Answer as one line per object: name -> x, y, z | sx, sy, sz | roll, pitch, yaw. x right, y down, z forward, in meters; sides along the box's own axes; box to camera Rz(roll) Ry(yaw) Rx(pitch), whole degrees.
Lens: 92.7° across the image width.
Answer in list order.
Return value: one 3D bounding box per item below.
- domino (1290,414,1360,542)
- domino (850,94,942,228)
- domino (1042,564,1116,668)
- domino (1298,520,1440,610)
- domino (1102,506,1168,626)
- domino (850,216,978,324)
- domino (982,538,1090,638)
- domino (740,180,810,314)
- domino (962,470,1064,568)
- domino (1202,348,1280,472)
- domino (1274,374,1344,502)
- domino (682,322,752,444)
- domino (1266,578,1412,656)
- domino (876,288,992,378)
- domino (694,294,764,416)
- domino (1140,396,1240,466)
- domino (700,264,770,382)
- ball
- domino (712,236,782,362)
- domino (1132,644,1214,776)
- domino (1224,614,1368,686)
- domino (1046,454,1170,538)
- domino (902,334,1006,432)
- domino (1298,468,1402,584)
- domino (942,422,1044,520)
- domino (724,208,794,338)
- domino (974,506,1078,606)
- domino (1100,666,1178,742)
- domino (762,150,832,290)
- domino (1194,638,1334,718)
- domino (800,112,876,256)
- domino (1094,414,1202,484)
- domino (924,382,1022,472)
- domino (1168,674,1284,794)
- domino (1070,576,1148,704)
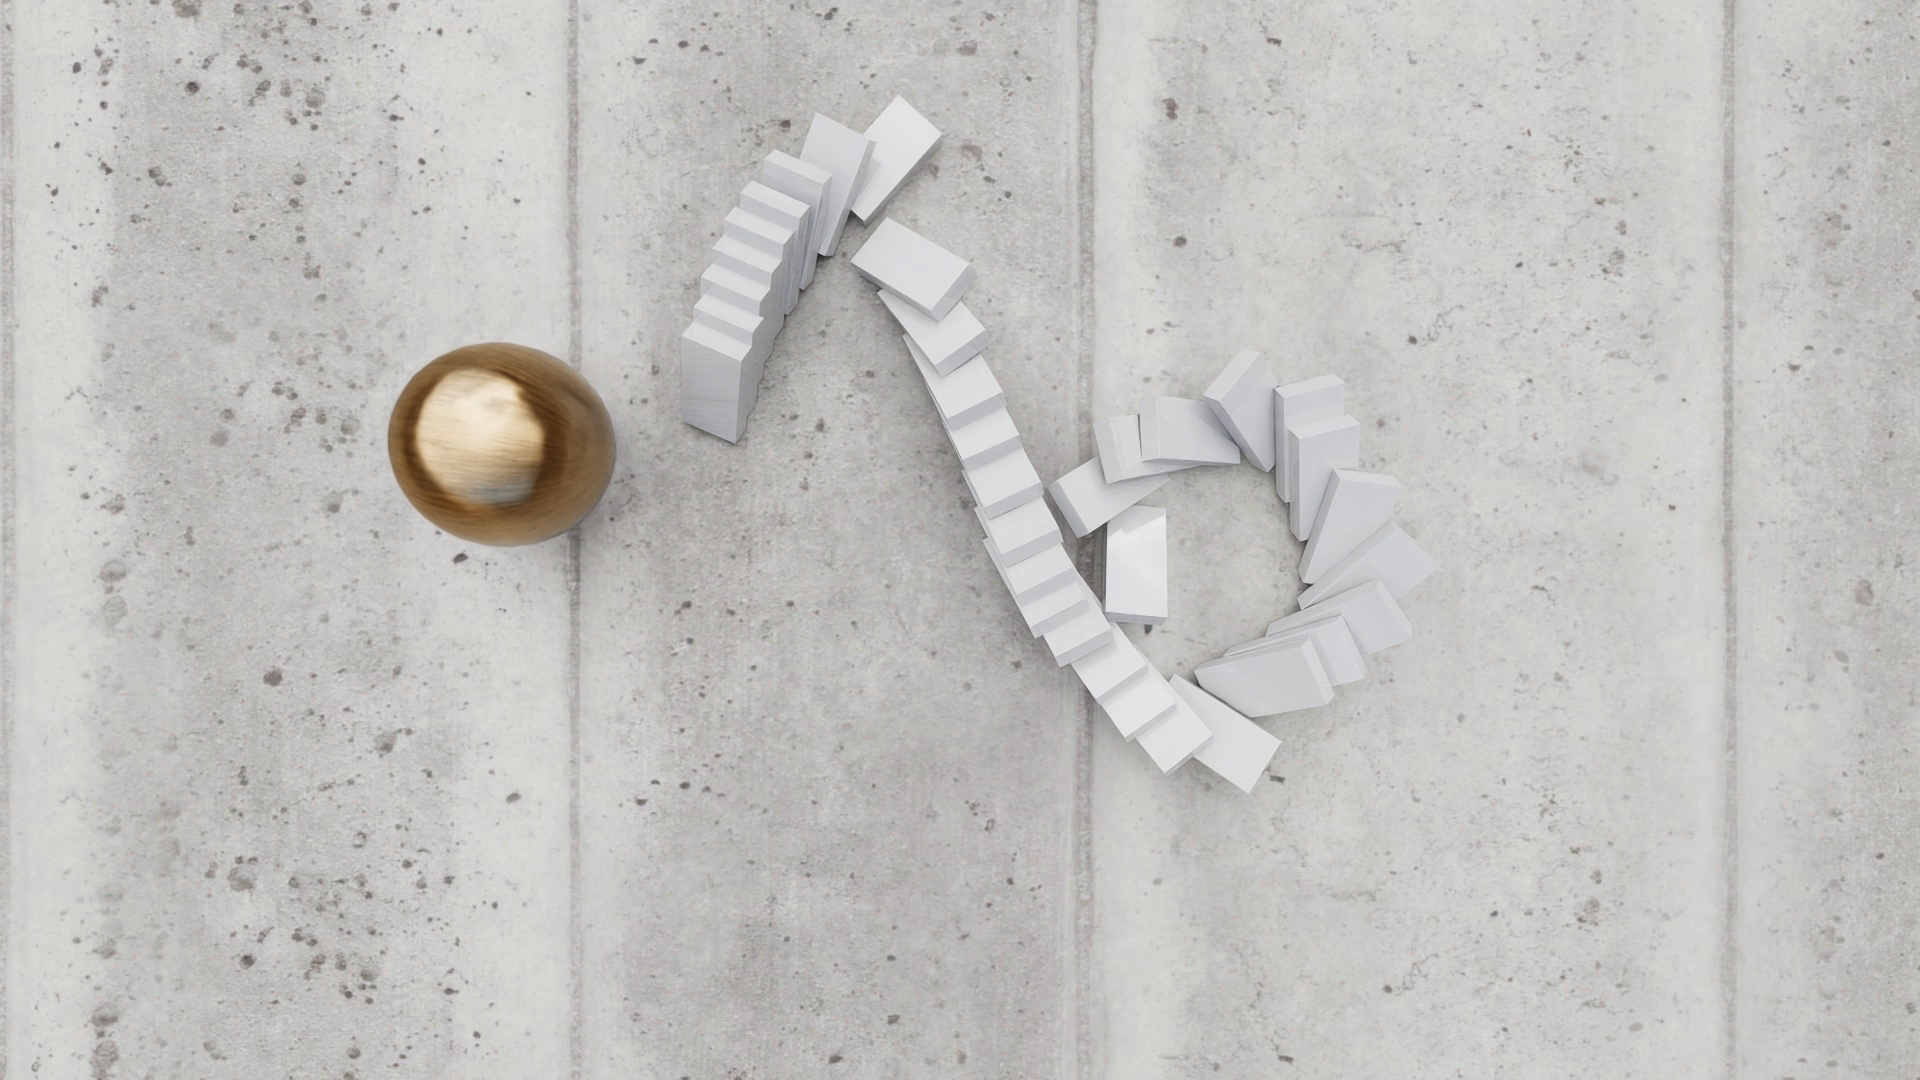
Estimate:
domino -> 0.152, -0.025, 0.382 | 0.025, 0.010, 0.050 | -14, 122, 0
domino -> -0.033, -0.163, 0.395 | 0.025, 0.009, 0.050 | 42, 90, 0
domino -> 0.041, 0.026, 0.380 | 0.025, 0.010, 0.050 | -27, 51, 0
domino -> 0.170, 0.018, 0.383 | 0.025, 0.009, 0.050 | 37, 116, -9
domino -> 0.073, 0.010, 0.385 | 0.025, 0.010, 0.050 | 5, 64, 0
domino -> -0.020, -0.113, 0.384 | 0.050, 0.010, 0.025 | 37, 87, 28
domino -> 0.031, 0.014, 0.381 | 0.025, 0.010, 0.050 | -28, 51, 0
domino -> -0.078, -0.119, 0.377 | 0.025, 0.050, 0.010 | 23, 53, 0
domino -> 0.021, -0.015, 0.380 | 0.025, 0.010, 0.050 | -25, 51, 1
domino -> 0.123, -0.053, 0.381 | 0.025, 0.009, 0.050 | -50, 128, -1
domino -> 0.146, -0.042, 0.383 | 0.025, 0.009, 0.050 | -14, 122, 0
domino -> -0.101, -0.064, 0.377 | 0.025, 0.050, 0.009 | 23, 53, 0
domino -> 0.156, 0.038, 0.380 | 0.050, 0.009, 0.025 | -32, 98, 37
domino -> -0.011, -0.093, 0.384 | 0.025, 0.010, 0.050 | -35, 61, 0
domino -> -0.096, -0.075, 0.377 | 0.025, 0.050, 0.010 | 23, 53, 0
domino -> 0.096, -0.045, 0.381 | 0.050, 0.009, 0.025 | 0, 87, -35
domino -> -0.093, -0.087, 0.377 | 0.025, 0.050, 0.010 | 23, 53, 0
ball -> -0.178, -0.037, 0.360 | 0.080, 0.080, 0.080 | 0, 90, 0
domino -> -0.089, -0.098, 0.377 | 0.025, 0.050, 0.009 | 23, 53, 0
domino -> 0.079, 0.071, 0.384 | 0.025, 0.009, 0.050 | -39, 60, 0
domino -> 0.139, 0.051, 0.381 | 0.050, 0.010, 0.025 | -25, 90, 36
domino -> 0.063, -0.024, 0.384 | 0.050, 0.010, 0.025 | -31, 90, -28
domino -> -0.003, -0.071, 0.383 | 0.025, 0.009, 0.050 | -26, 60, -1
domino -> 0.162, -0.004, 0.383 | 0.025, 0.009, 0.050 | 7, 121, 0
domino -> 0.013, -0.035, 0.382 | 0.025, 0.010, 0.050 | -24, 56, 0
domino -> -0.084, -0.109, 0.377 | 0.025, 0.050, 0.010 | 23, 53, 0
domino -> 0.027, 0.001, 0.379 | 0.025, 0.010, 0.050 | -26, 51, 1
domino -> 0.065, 0.056, 0.384 | 0.025, 0.009, 0.050 | -35, 60, 0
domino -> -0.070, -0.131, 0.379 | 0.025, 0.050, 0.010 | 24, 47, 0
domino -> 0.125, 0.059, 0.379 | 0.050, 0.010, 0.025 | -23, 91, 43
domino -> -0.057, -0.149, 0.385 | 0.025, 0.009, 0.050 | 28, 113, 3
domino -> 0.079, -0.040, 0.381 | 0.050, 0.009, 0.025 | -12, 88, -36
domino -> 0.004, -0.055, 0.383 | 0.025, 0.010, 0.050 | -24, 60, 0
domino -> 0.106, 0.080, 0.383 | 0.050, 0.009, 0.025 | 33, 96, 27
domino -> 0.054, 0.041, 0.384 | 0.025, 0.010, 0.050 | -34, 60, 0
